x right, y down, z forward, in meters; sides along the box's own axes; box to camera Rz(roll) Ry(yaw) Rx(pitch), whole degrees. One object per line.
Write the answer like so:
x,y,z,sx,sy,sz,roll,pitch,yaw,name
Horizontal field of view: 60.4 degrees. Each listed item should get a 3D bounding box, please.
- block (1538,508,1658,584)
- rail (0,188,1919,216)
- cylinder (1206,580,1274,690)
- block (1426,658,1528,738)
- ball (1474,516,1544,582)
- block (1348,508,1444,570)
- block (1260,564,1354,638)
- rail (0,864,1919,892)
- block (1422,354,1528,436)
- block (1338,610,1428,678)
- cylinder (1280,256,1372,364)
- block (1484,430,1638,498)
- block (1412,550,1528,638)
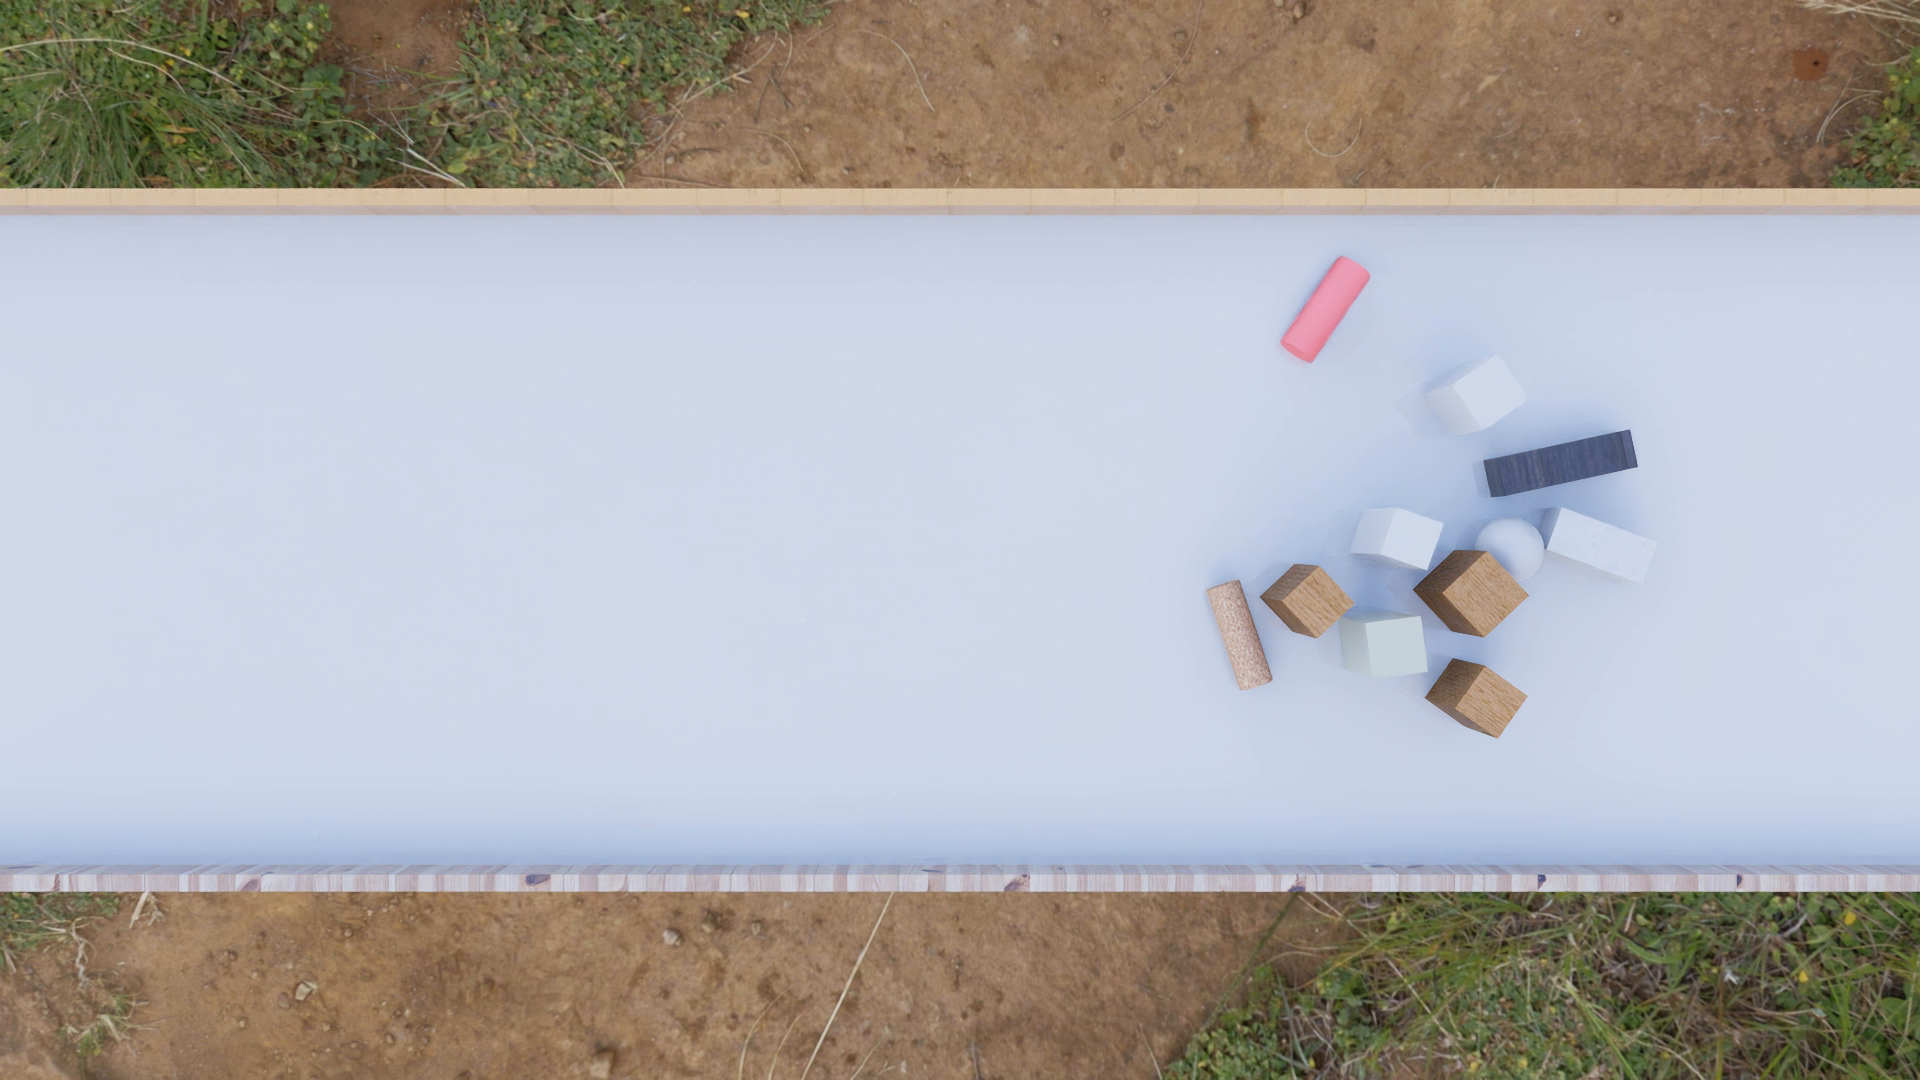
1.925,0.017,5.009,0.306,0.134,0.134,20,90,0,block
-2.247,-1.025,5.002,12.000,0.150,0.050,0,90,0,rail
0.852,0.289,5.024,0.105,0.105,0.321,-19,90,0,cylinder
1.535,0.469,4.919,0.151,0.315,0.151,35,90,0,block
1.658,0.030,4.976,0.200,0.200,0.200,0,90,0,ball
1.286,-0.003,4.885,0.141,0.383,0.141,19,90,0,block
1.026,0.178,4.899,0.148,0.354,0.148,-43,90,0,block
-2.247,1.025,5.001,12.000,0.150,0.050,0,90,0,rail
1.530,-0.427,4.916,0.158,0.320,0.158,-34,90,0,block
1.252,0.308,4.903,0.161,0.346,0.161,-7,90,0,block
1.113,-0.700,5.019,0.115,0.115,0.313,35,90,0,cylinder
1.825,-0.232,5.018,0.415,0.117,0.117,-12,90,0,block
1.518,0.156,4.918,0.178,0.317,0.178,-43,90,0,block
